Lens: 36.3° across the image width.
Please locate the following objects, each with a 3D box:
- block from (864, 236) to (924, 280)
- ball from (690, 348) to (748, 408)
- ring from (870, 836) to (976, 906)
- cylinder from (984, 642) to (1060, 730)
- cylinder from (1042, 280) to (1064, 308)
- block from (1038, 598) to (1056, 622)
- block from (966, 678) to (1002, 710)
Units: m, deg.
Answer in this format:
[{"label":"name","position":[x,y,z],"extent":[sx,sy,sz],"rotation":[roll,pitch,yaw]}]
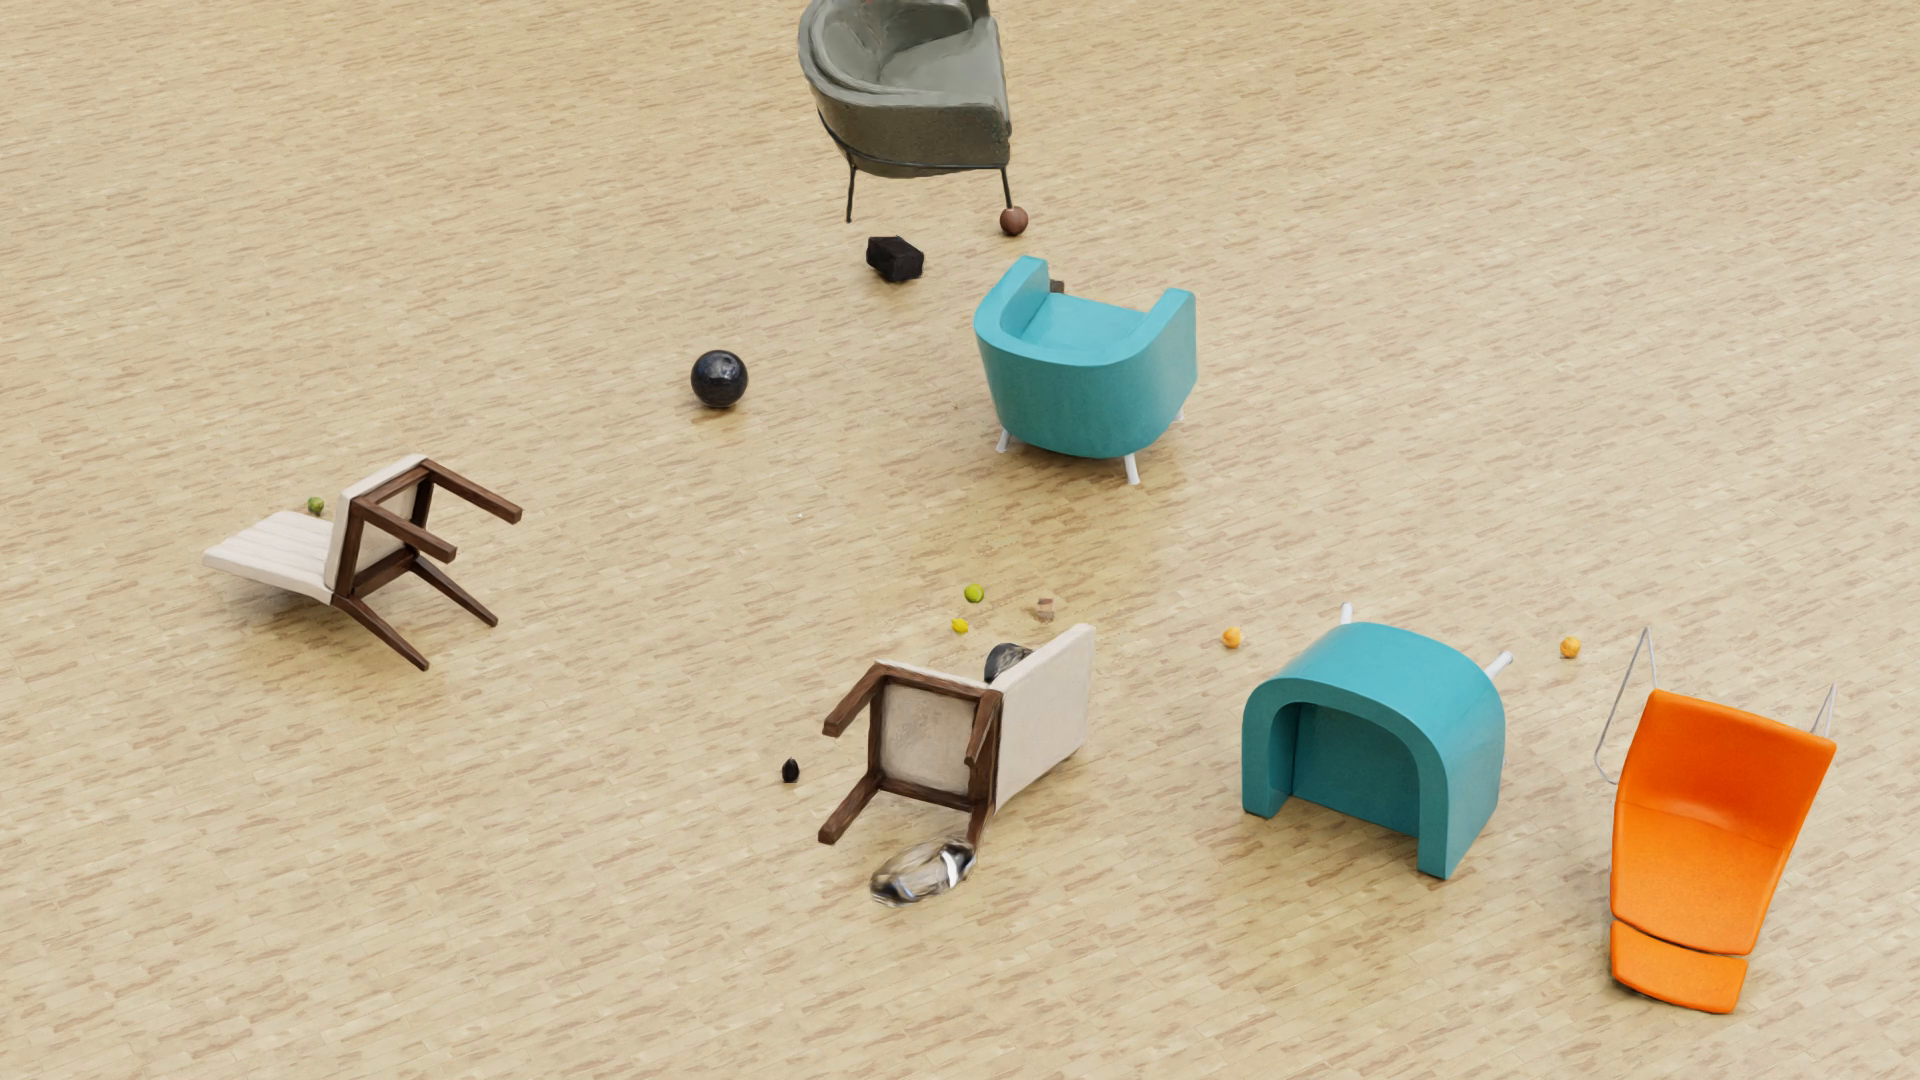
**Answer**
[{"label":"block","position":[-0.282,-1.218,12.664],"extent":[0.153,0.111,0.209],"rotation":[-8,32,-35]},{"label":"ball","position":[-0.961,-0.646,11.712],"extent":[0.234,0.234,0.234],"rotation":[0,33,0]},{"label":"ring","position":[-0.114,1.015,8.999],"extent":[0.348,0.099,0.394],"rotation":[-19,10,13]},{"label":"cylinder","position":[0.210,0.493,9.830],"extent":[0.191,0.289,0.308],"rotation":[-21,-9,8]},{"label":"cylinder","position":[0.394,-1.045,12.428],"extent":[0.063,0.113,0.111],"rotation":[13,8,19]},{"label":"block","position":[0.309,0.249,10.528],"extent":[0.060,0.042,0.085],"rotation":[2,33,3]},{"label":"block","position":[0.080,0.504,9.648],"extent":[0.072,0.064,0.077],"rotation":[57,26,8]}]
